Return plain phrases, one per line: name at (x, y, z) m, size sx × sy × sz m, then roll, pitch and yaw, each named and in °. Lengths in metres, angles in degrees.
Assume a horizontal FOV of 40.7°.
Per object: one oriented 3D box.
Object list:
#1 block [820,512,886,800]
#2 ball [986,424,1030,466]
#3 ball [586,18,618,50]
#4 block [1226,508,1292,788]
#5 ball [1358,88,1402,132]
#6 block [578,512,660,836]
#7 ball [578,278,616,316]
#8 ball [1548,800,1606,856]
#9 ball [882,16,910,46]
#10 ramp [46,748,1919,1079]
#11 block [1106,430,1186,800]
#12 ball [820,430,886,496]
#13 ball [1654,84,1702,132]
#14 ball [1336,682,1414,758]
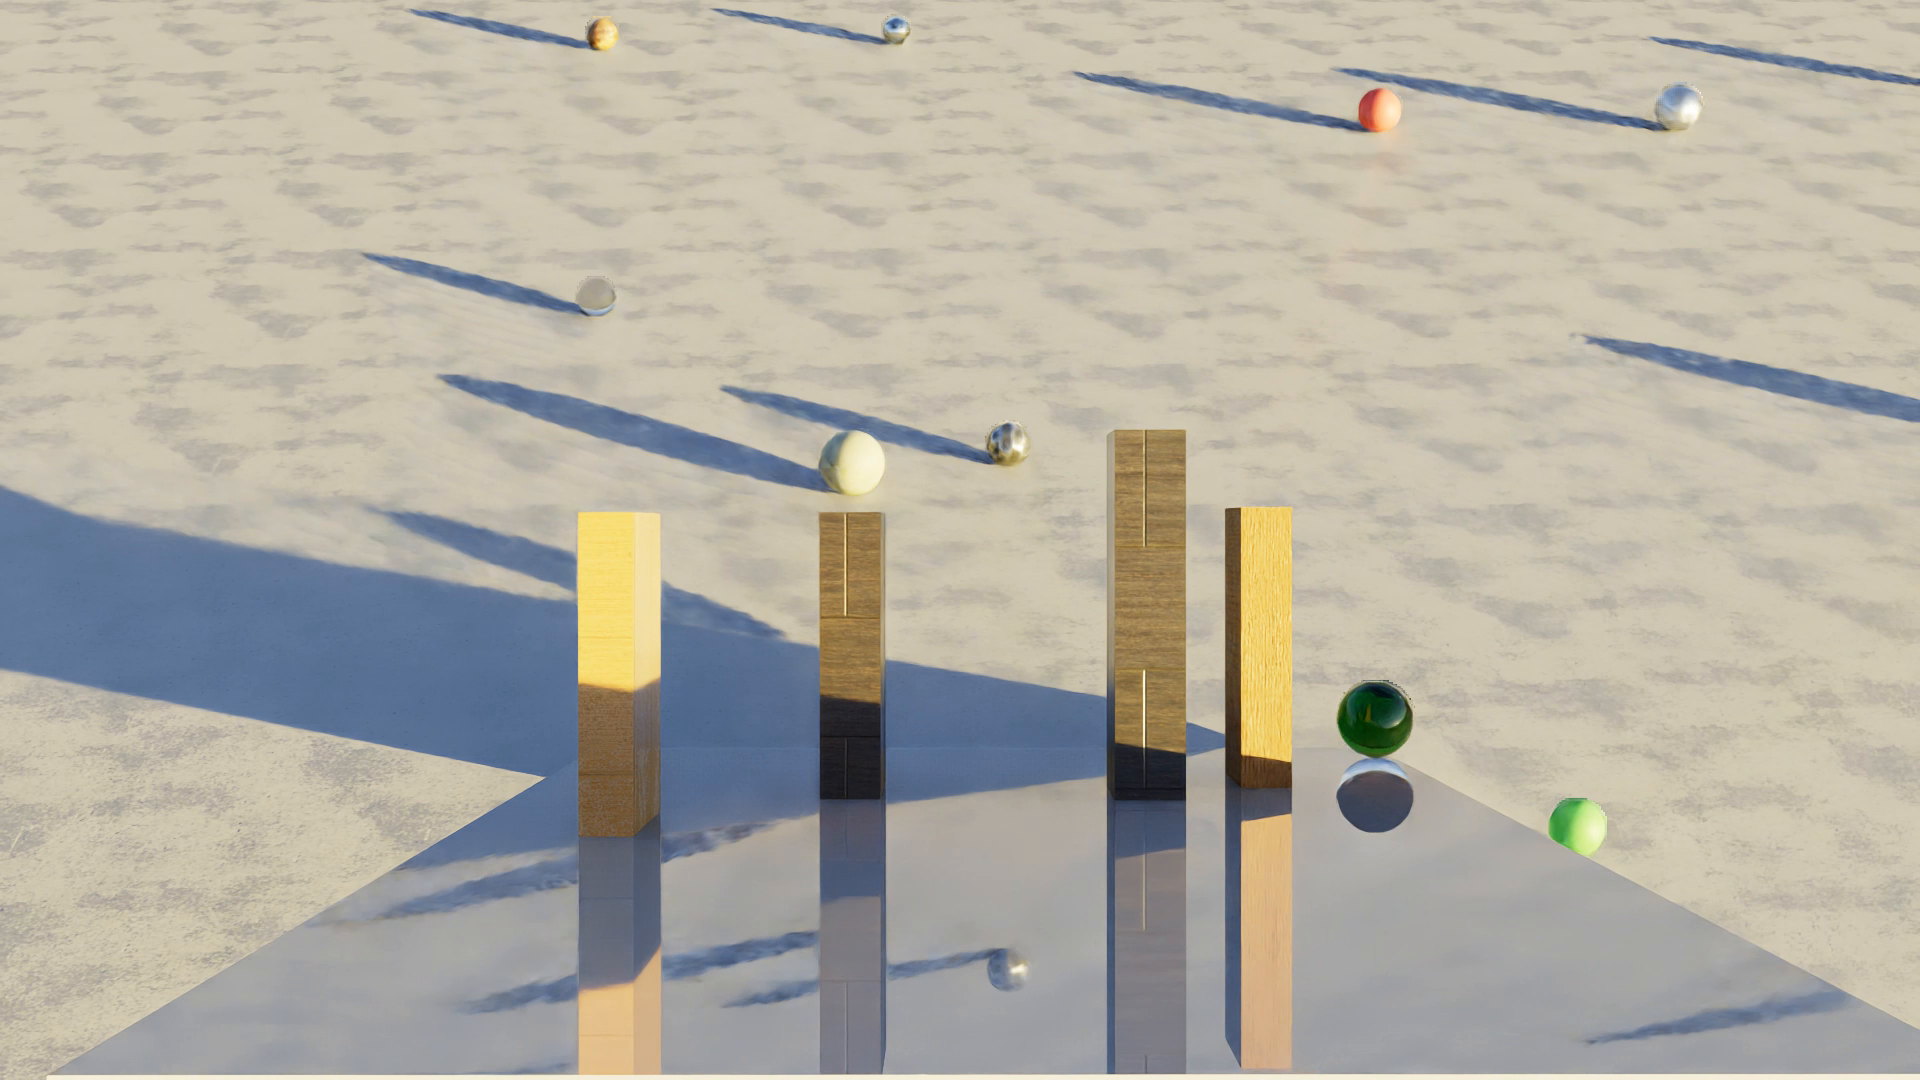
block at (-0.228, 0.239, 5.557) m, size 0.126 × 0.596 × 0.389 m, roll 0°, pitch 0°, yaw 0°
ball at (0.153, -0.300, 8.156) m, size 0.138 × 0.138 × 0.138 m, roll 0°, pitch 29°, yaw 0°
ball at (-1.612, -2.280, 11.659) m, size 0.143 × 0.143 × 0.143 m, roll 0°, pitch 29°, yaw 0°
block at (0.663, 0.232, 5.762) m, size 0.110 × 0.608 × 0.336 m, roll 0°, pitch 0°, yaw 0°
ball at (1.742, -1.783, 10.741) m, size 0.179 × 0.179 × 0.179 m, roll 0°, pitch 29°, yaw 0°
block at (-0.645, 0.244, 4.925) m, size 0.100 × 0.591 × 0.432 m, roll 0°, pitch 0°, yaw 0°
ball at (-1.285, -0.857, 9.144) m, size 0.137 × 0.137 × 0.137 m, roll 0°, pitch 29°, yaw 0°
ball at (1.519, 0.709, 6.368) m, size 0.138 × 0.138 × 0.138 m, roll 0°, pitch 29°, yaw 0°
ball at (-0.289, -2.308, 11.725) m, size 0.126 × 0.126 × 0.126 m, roll 0°, pitch 29°, yaw 0°
ramp at (0.066, 0.590, 4.642) m, size 2.000 × 0.100 × 4.000 m, roll 0°, pitch 0°, yaw 0°
block at (0.393, 0.154, 5.485) m, size 0.147 × 0.765 × 0.295 m, roll 0°, pitch 0°, yaw 0°
ball at (-0.333, -0.238, 7.979) m, size 0.203 × 0.203 × 0.203 m, roll 0°, pitch 29°, yaw 0°
ball at (2.985, -1.795, 10.752) m, size 0.190 × 0.190 × 0.190 m, roll 0°, pitch 29°, yaw 0°
ball at (1.020, 0.441, 6.357) m, size 0.186 × 0.186 × 0.186 m, roll 0°, pitch 29°, yaw 0°
